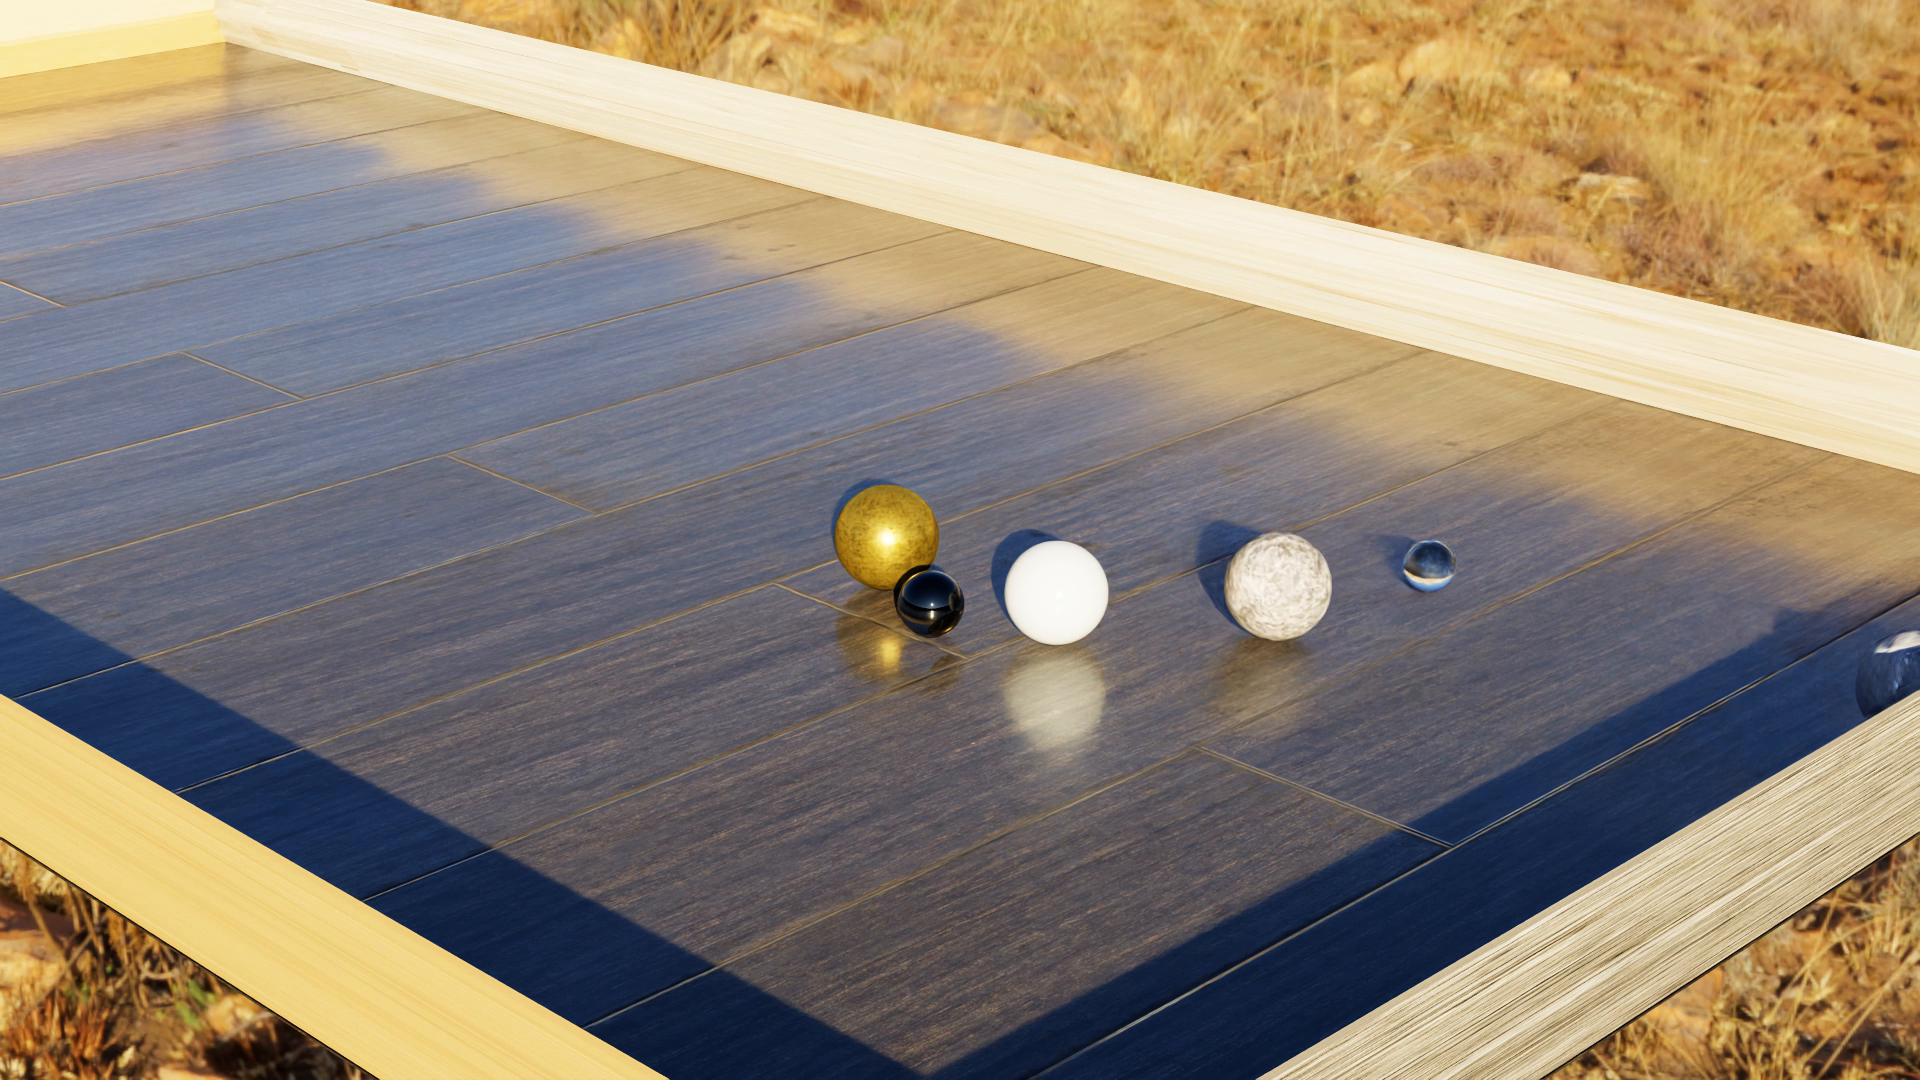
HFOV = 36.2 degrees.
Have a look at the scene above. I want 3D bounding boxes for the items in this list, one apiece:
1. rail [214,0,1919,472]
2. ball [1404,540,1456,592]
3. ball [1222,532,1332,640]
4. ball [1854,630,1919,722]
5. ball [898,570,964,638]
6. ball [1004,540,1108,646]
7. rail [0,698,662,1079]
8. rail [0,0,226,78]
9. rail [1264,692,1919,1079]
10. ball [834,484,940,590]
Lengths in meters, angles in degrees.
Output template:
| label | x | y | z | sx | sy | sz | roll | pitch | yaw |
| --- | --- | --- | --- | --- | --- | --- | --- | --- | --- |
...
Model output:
| label | x | y | z | sx | sy | sz | roll | pitch | yaw |
| --- | --- | --- | --- | --- | --- | --- | --- | --- | --- |
| rail | -0.019 | -0.457 | 3.782 | 3.483 | 0.123 | 0.045 | 19 | 28 | 41 |
| ball | 0.420 | 0.023 | 2.630 | 0.047 | 0.047 | 0.047 | 0 | 21 | 0 |
| ball | 0.272 | 0.039 | 2.523 | 0.094 | 0.094 | 0.094 | 0 | 21 | 0 |
| ball | 0.755 | 0.116 | 2.327 | 0.090 | 0.090 | 0.090 | 0 | 21 | 0 |
| ball | -0.025 | 0.055 | 2.533 | 0.058 | 0.058 | 0.058 | 0 | 21 | 0 |
| ball | 0.082 | 0.045 | 2.513 | 0.090 | 0.090 | 0.090 | 0 | 21 | 0 |
| rail | -1.217 | -0.027 | 2.655 | 3.483 | 0.123 | 0.045 | 19 | 28 | 41 |
| rail | -1.838 | -0.674 | 4.349 | 0.045 | 0.123 | 1.747 | 19 | 28 | 41 |
| rail | 0.601 | 0.189 | 2.088 | 0.045 | 0.123 | 1.747 | 19 | 28 | 41 |
| ball | -0.065 | -0.003 | 2.632 | 0.094 | 0.094 | 0.094 | 0 | 21 | 0 |
